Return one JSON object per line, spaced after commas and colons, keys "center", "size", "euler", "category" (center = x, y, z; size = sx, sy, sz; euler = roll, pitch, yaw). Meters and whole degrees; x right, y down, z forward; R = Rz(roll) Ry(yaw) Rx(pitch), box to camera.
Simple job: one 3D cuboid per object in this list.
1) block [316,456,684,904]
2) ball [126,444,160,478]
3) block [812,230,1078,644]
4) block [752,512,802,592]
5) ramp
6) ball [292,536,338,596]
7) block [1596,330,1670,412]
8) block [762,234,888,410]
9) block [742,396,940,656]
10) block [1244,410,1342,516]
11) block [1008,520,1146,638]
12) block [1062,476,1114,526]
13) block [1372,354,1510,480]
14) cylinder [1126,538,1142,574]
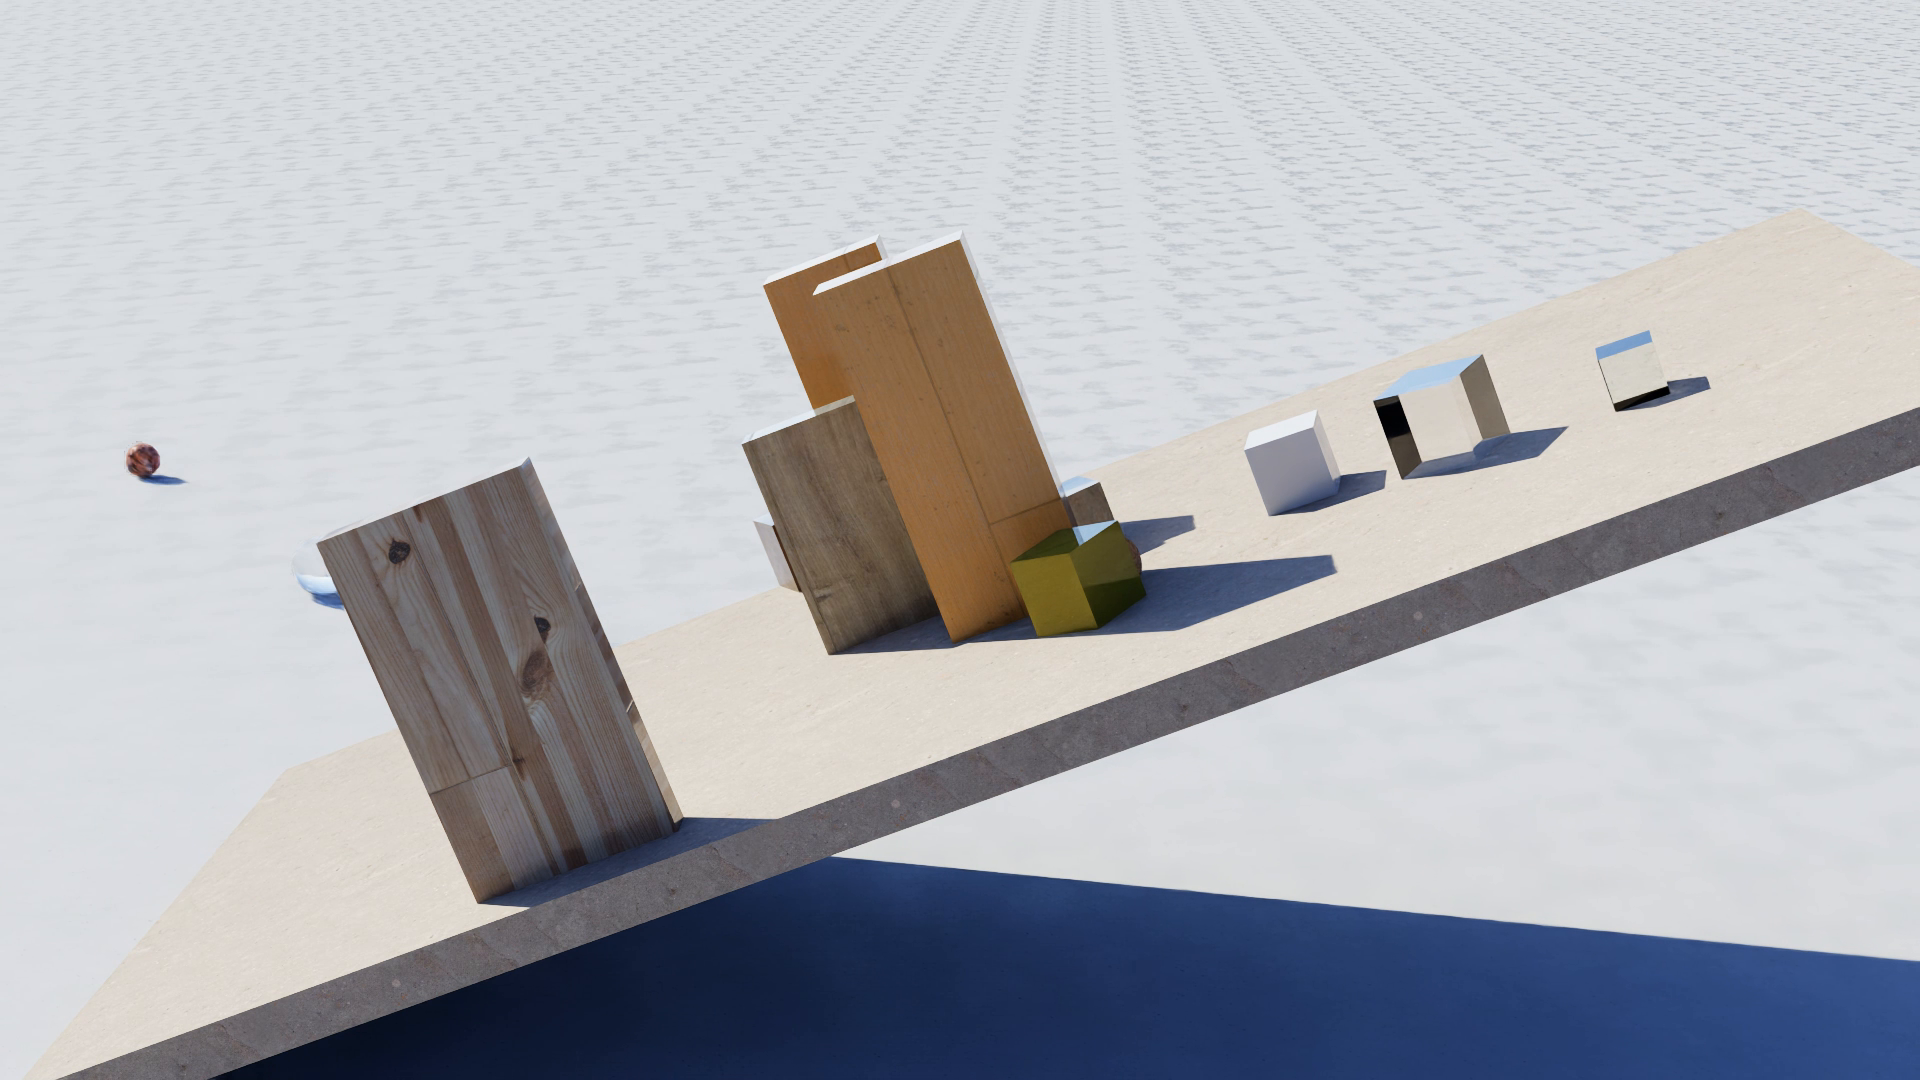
{"center": [-0.859, 0.268, 5.526], "size": [0.415, 0.754, 0.084], "euler": [-20, 12, 7], "category": "block"}
{"center": [-3.153, -0.308, 11.348], "size": [0.130, 0.130, 0.130], "euler": [0, 13, 0], "category": "ball"}
{"center": [-0.005, -0.211, 6.074], "size": [0.319, 0.781, 0.145], "euler": [-20, 12, 7], "category": "block"}
{"center": [-0.375, 0.003, 7.258], "size": [0.180, 0.180, 0.180], "euler": [-25, 12, -15], "category": "block"}
{"center": [0.121, 0.175, 6.293], "size": [4.000, 0.100, 2.000], "euler": [-20, 12, 7], "category": "ramp"}
{"center": [-2.075, 0.084, 9.573], "size": [0.195, 0.195, 0.195], "euler": [0, 13, 0], "category": "ball"}
{"center": [1.344, -0.338, 5.880], "size": [0.112, 0.112, 0.112], "euler": [-19, 12, 14], "category": "block"}
{"center": [-0.178, -0.295, 6.803], "size": [0.276, 0.764, 0.139], "euler": [-20, 12, 7], "category": "block"}
{"center": [-0.234, -0.041, 6.404], "size": [0.307, 0.504, 0.096], "euler": [-20, 12, 7], "category": "block"}
{"center": [0.697, -0.162, 6.152], "size": [0.151, 0.151, 0.151], "euler": [-19, 12, 15], "category": "block"}
{"center": [0.235, 0.078, 5.870], "size": [0.165, 0.165, 0.165], "euler": [-10, 17, 45], "category": "block"}
{"center": [0.239, -0.032, 6.383], "size": [0.154, 0.154, 0.154], "euler": [-24, 12, -12], "category": "block"}
{"center": [0.980, -0.250, 5.979], "size": [0.176, 0.176, 0.176], "euler": [-13, 15, 37], "category": "block"}
{"center": [0.296, 0.054, 6.009], "size": [0.108, 0.108, 0.108], "euler": [-13, 3, -43], "category": "cylinder"}
